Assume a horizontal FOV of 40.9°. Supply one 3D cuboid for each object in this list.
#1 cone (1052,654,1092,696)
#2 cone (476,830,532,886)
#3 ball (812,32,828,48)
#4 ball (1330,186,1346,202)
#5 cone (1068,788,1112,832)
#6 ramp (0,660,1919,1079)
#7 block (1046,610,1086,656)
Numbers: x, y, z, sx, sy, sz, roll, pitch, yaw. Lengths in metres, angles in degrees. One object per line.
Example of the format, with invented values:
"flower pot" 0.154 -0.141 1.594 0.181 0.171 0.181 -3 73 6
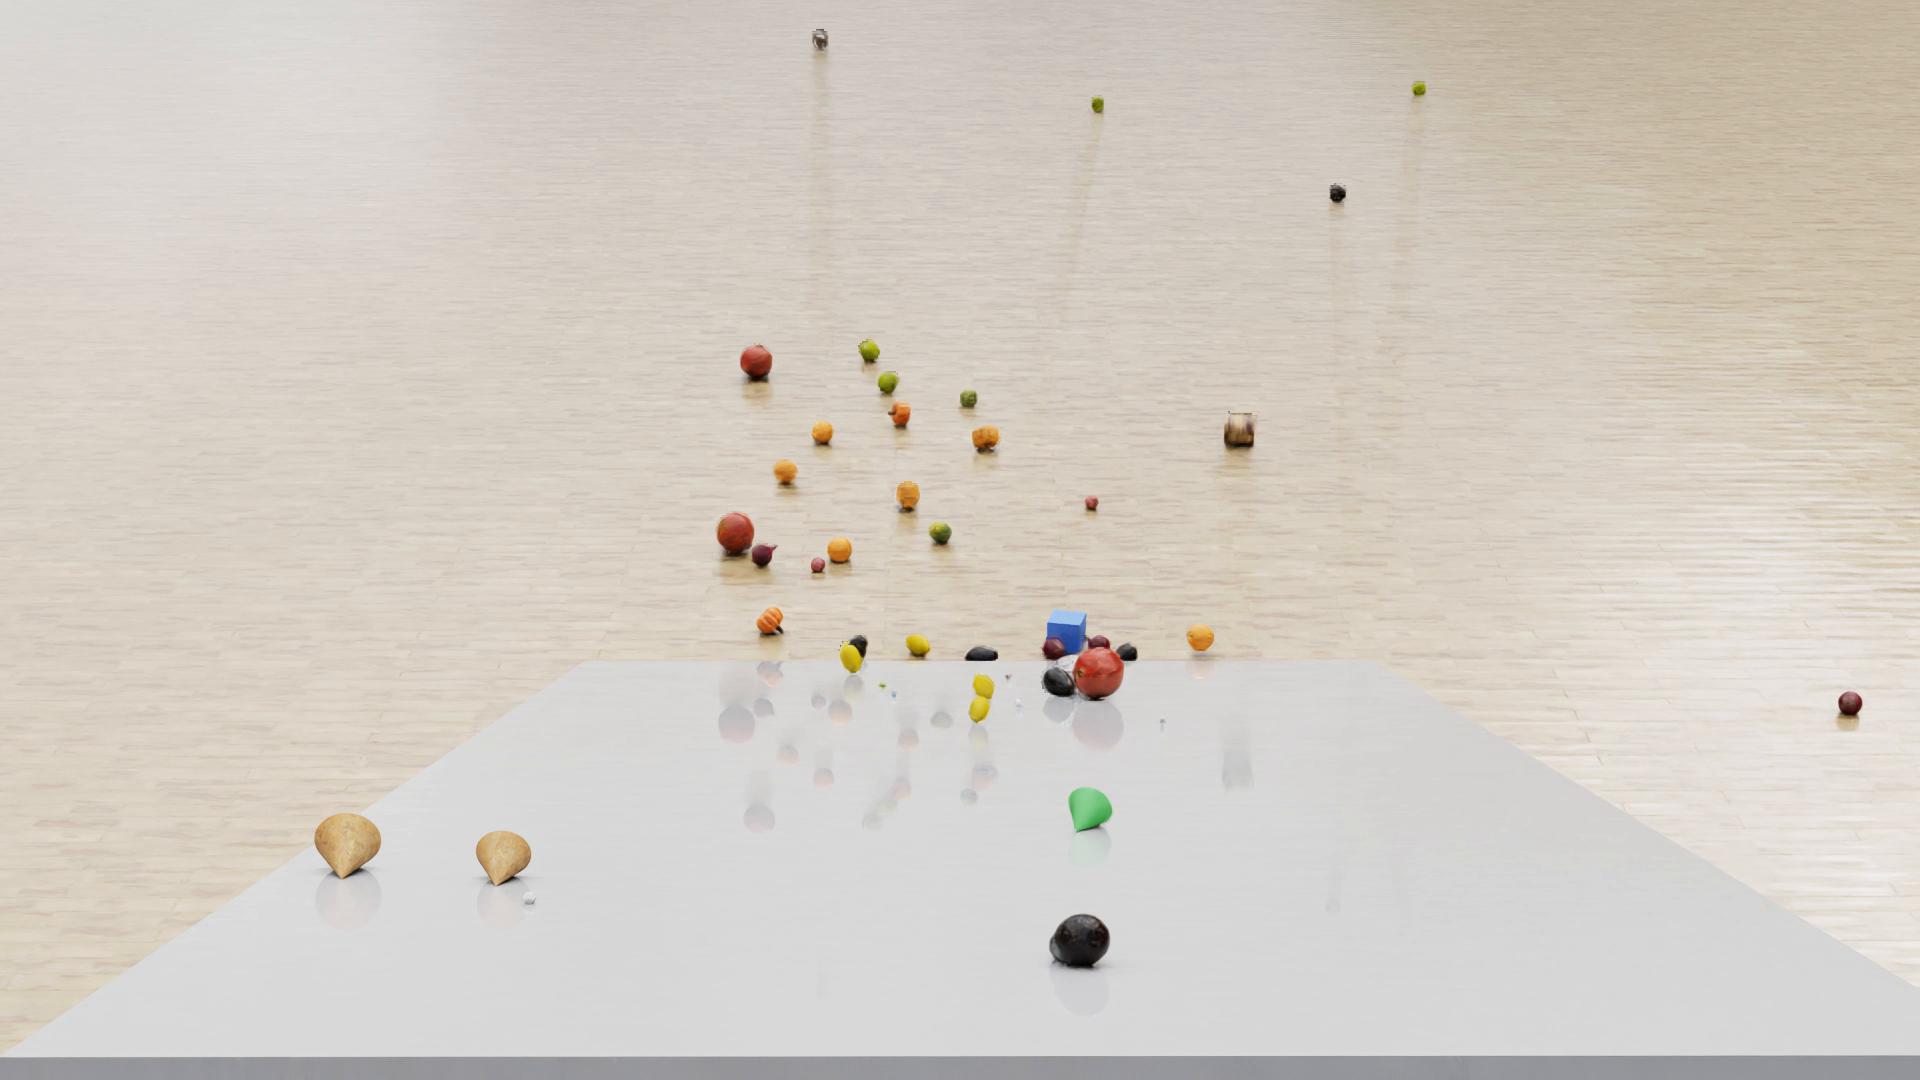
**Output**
"cone" 0.257 0.323 5.774 0.096 0.096 0.096 -2 30 -4
"cone" -0.621 0.445 3.469 0.075 0.075 0.075 0 29 -1
"ball" -0.785 -2.812 14.456 0.092 0.092 0.092 0 22 0
"ball" 1.650 -1.513 11.236 0.071 0.071 0.071 0 22 0
"cone" 0.187 0.424 3.902 0.070 0.070 0.070 8 32 19
"ramp" 0.051 0.457 4.533 2.000 0.100 4.000 0 3 0
"block" 0.282 0.245 6.819 0.088 0.088 0.088 5 22 13
